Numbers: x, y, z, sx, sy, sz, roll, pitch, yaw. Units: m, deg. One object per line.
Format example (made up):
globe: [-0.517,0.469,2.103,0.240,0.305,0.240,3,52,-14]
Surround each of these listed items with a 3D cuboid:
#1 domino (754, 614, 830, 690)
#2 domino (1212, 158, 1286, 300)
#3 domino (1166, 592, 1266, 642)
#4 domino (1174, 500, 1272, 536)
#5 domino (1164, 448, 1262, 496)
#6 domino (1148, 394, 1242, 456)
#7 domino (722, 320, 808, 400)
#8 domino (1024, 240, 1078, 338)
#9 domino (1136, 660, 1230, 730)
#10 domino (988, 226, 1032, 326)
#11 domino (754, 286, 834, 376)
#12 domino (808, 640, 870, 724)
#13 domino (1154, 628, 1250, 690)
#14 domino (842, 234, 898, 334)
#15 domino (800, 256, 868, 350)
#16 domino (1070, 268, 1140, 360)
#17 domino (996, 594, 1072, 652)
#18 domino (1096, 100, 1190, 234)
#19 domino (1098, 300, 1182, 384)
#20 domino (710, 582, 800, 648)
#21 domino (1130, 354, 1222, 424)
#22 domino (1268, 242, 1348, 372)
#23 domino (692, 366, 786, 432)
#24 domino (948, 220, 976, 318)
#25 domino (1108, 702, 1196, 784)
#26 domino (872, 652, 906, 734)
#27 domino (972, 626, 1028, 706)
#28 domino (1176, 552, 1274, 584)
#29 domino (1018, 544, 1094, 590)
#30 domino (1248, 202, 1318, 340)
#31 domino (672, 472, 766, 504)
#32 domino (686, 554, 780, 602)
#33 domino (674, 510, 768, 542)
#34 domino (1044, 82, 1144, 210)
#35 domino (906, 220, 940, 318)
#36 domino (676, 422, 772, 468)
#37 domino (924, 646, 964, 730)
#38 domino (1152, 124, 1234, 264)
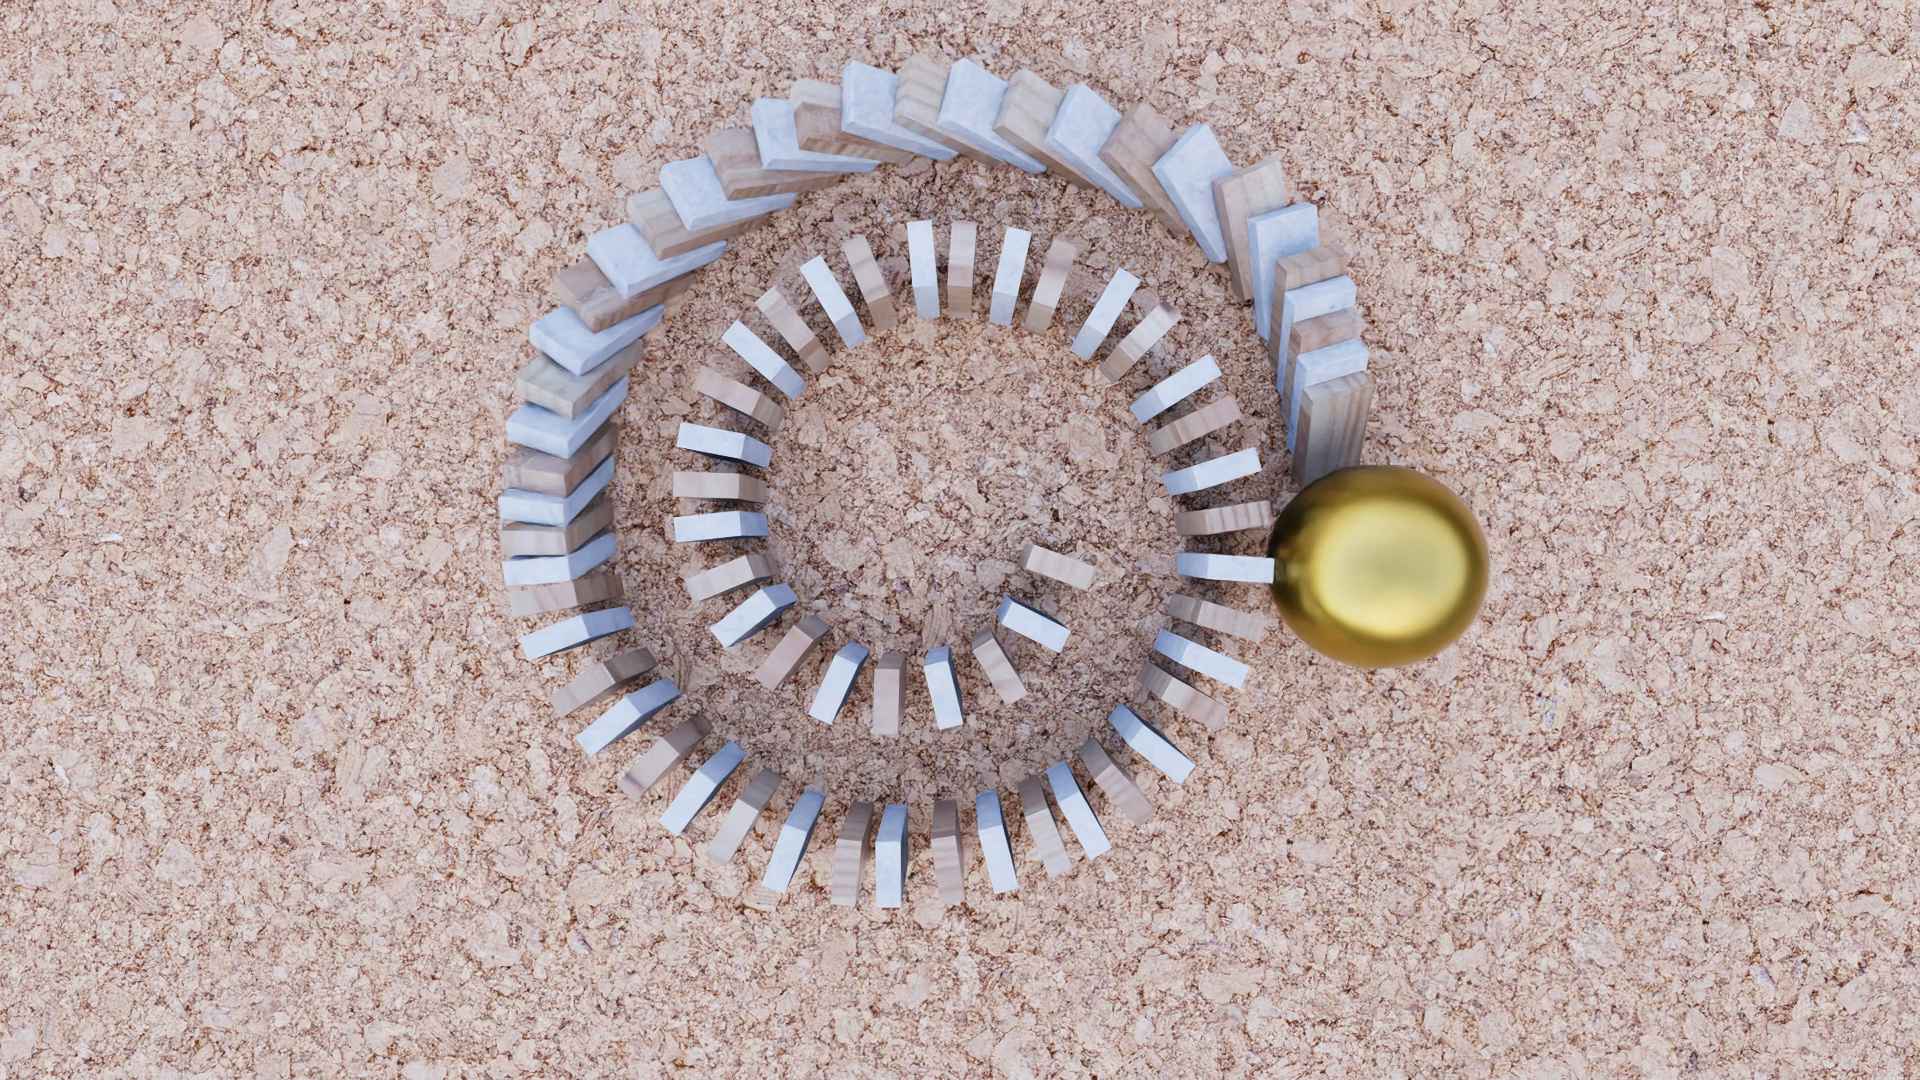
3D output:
domino: [-0.068,0.045,0.375,0.009,0.050,0.025,39,90,0]
domino: [0.124,-0.129,0.384,0.025,0.009,0.050,-23,119,0]
domino: [0.104,0.031,0.375,0.025,0.050,0.009,16,90,0]
domino: [0.106,-0.009,0.375,0.025,0.050,0.010,-9,90,0]
domino: [0.102,-0.027,0.375,0.025,0.050,0.010,-17,90,0]
domino: [0.095,-0.046,0.375,0.025,0.050,0.009,-25,90,0]
domino: [-0.079,-0.073,0.375,0.025,0.050,0.010,41,90,0]
domino: [0.036,-0.102,0.375,0.009,0.050,0.025,20,90,0]
domino: [0.090,0.063,0.375,0.025,0.050,0.009,29,90,0]
domino: [0.020,-0.106,0.375,0.010,0.050,0.025,13,90,0]
domino: [-0.067,-0.084,0.375,0.009,0.050,0.025,-40,90,0]
domino: [-0.048,0.057,0.375,0.009,0.050,0.025,25,90,0]
domino: [0.097,0.048,0.375,0.025,0.050,0.009,23,90,0]
domino: [-0.036,-0.104,0.375,0.010,0.050,0.025,-23,90,0]
domino: [-0.051,-0.096,0.375,0.009,0.050,0.025,-32,90,0]
domino: [0.058,-0.091,0.375,0.009,0.050,0.025,32,90,0]
domino: [0.029,0.033,0.375,0.025,0.050,0.010,27,90,0]
domino: [0.084,-0.155,0.385,0.050,0.010,0.025,34,90,-26]
domino: [0.073,-0.080,0.375,0.025,0.050,0.010,-44,90,0]
domino: [-0.083,0.030,0.375,0.025,0.050,0.009,-38,90,0]
domino: [0.087,-0.061,0.375,0.025,0.050,0.010,-31,90,0]
domino: [0.143,-0.095,0.378,0.025,0.050,0.010,-16,47,0]
domino: [-0.089,-0.057,0.375,0.025,0.050,0.009,25,90,0]
domino: [0.001,-0.109,0.375,0.009,0.050,0.025,4,90,0]
domino: [0.077,0.082,0.375,0.025,0.050,0.009,38,90,0]
domino: [-0.028,0.062,0.375,0.009,0.050,0.025,2,90,0]
domino: [0.015,0.051,0.375,0.010,0.050,0.025,-32,90,0]
domino: [0.107,0.011,0.375,0.025,0.050,0.009,4,90,0]
domino: [0.038,0.011,0.375,0.025,0.050,0.009,20,90,0]
domino: [0.136,-0.112,0.384,0.025,0.010,0.050,-16,119,0]
domino: [-0.097,-0.021,0.375,0.025,0.050,0.010,2,90,0]
domino: [-0.092,0.015,0.375,0.025,0.050,0.010,-22,90,0]
domino: [-0.096,-0.005,0.375,0.025,0.050,0.009,-6,90,0]
domino: [0.062,-0.164,0.384,0.050,0.009,0.025,26,90,-27]
domino: [-0.014,-0.109,0.375,0.009,0.050,0.025,-5,90,0]
domino: [-0.095,-0.038,0.375,0.025,0.050,0.010,11,90,0]
domino: [-0.006,0.059,0.375,0.009,0.050,0.025,-14,90,0]
domino: [0.104,-0.144,0.384,0.025,0.009,0.050,-44,118,0]
